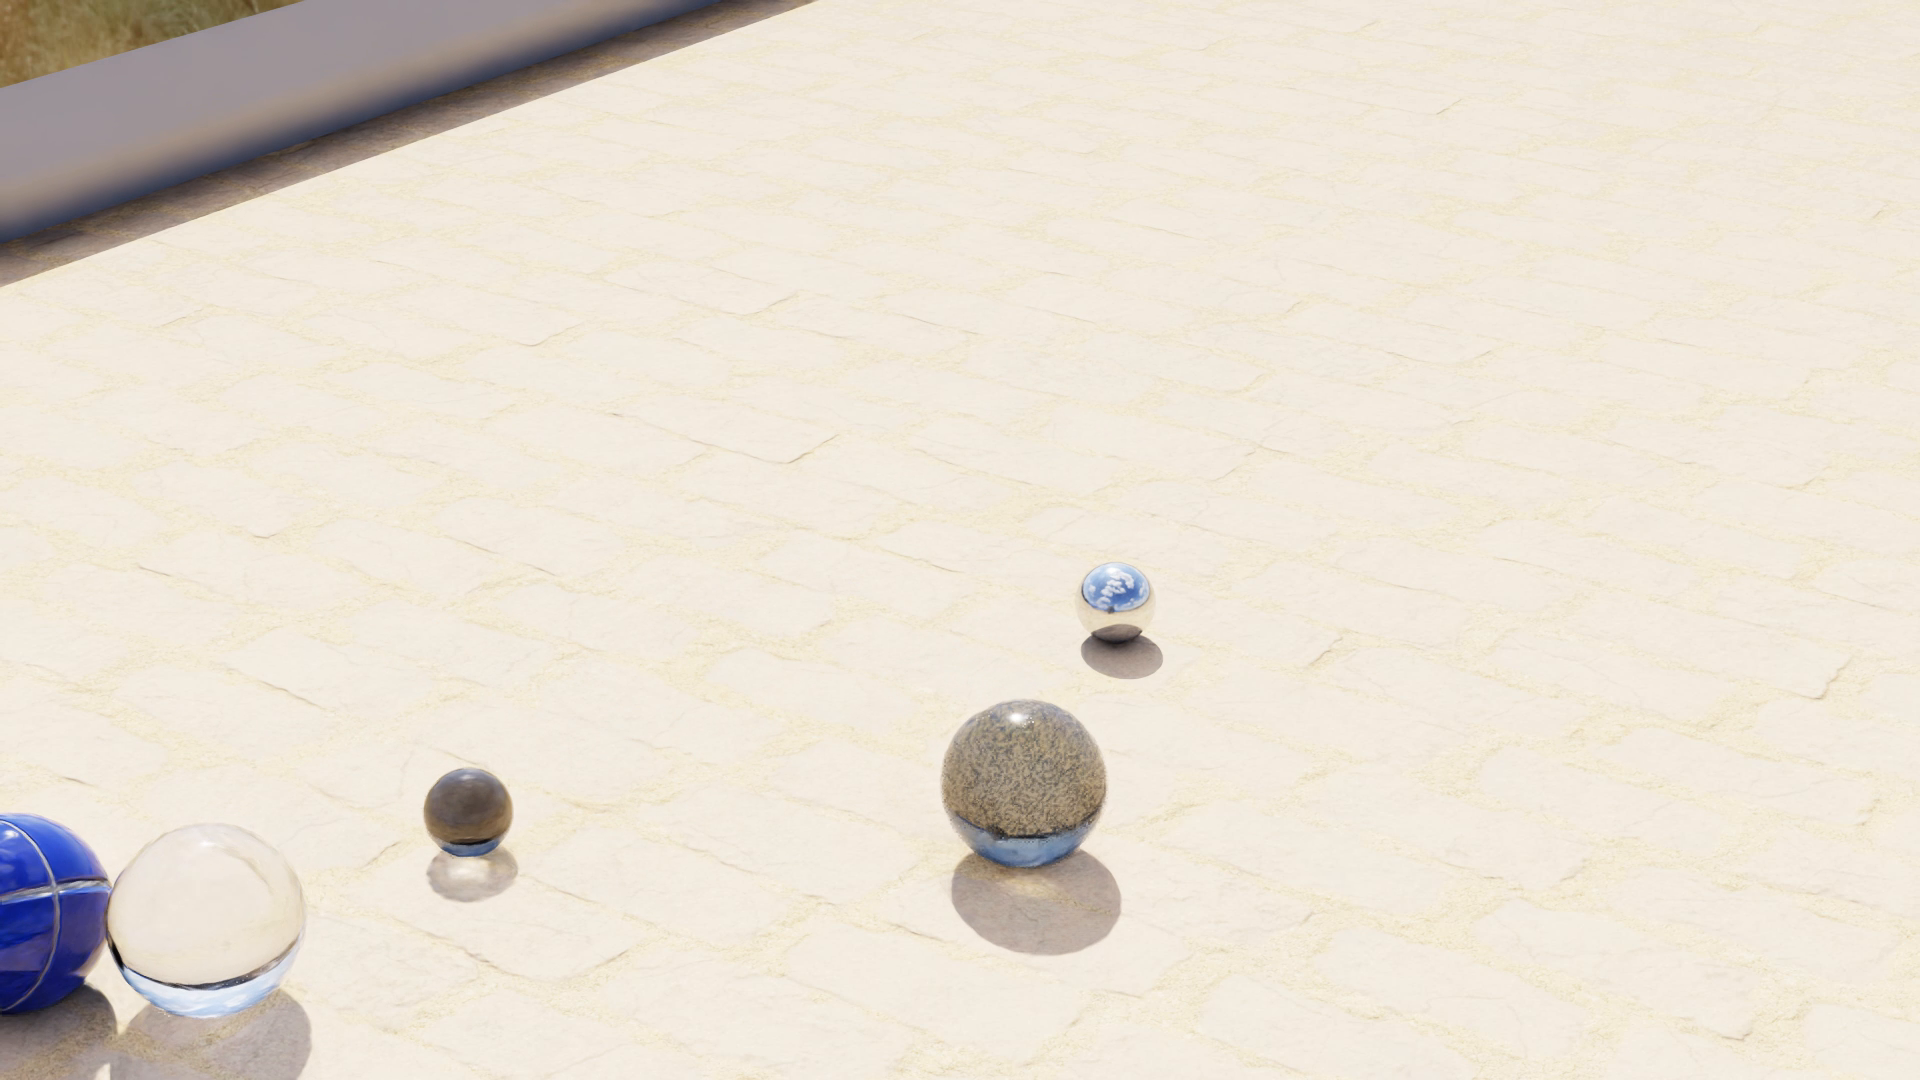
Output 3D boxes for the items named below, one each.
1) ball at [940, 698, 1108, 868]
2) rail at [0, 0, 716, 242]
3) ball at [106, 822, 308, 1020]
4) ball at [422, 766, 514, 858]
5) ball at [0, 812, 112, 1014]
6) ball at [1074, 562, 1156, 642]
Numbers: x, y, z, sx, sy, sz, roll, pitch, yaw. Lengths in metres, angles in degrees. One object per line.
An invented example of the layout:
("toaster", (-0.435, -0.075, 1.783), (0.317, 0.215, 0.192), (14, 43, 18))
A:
("ball", (0.033, 0.127, 1.536), (0.088, 0.088, 0.088), (0, 25, 0))
("rail", (-0.314, -0.583, 3.012), (0.045, 0.126, 3.649), (16, 30, 31))
("ball", (-0.361, 0.182, 1.411), (0.094, 0.094, 0.094), (0, 25, 0))
("ball", (-0.259, 0.143, 1.549), (0.048, 0.048, 0.048), (0, 25, 0))
("ball", (-0.457, 0.179, 1.414), (0.097, 0.097, 0.097), (0, 25, 0))
("ball", (0.094, 0.037, 1.774), (0.049, 0.049, 0.049), (0, 25, 0))
